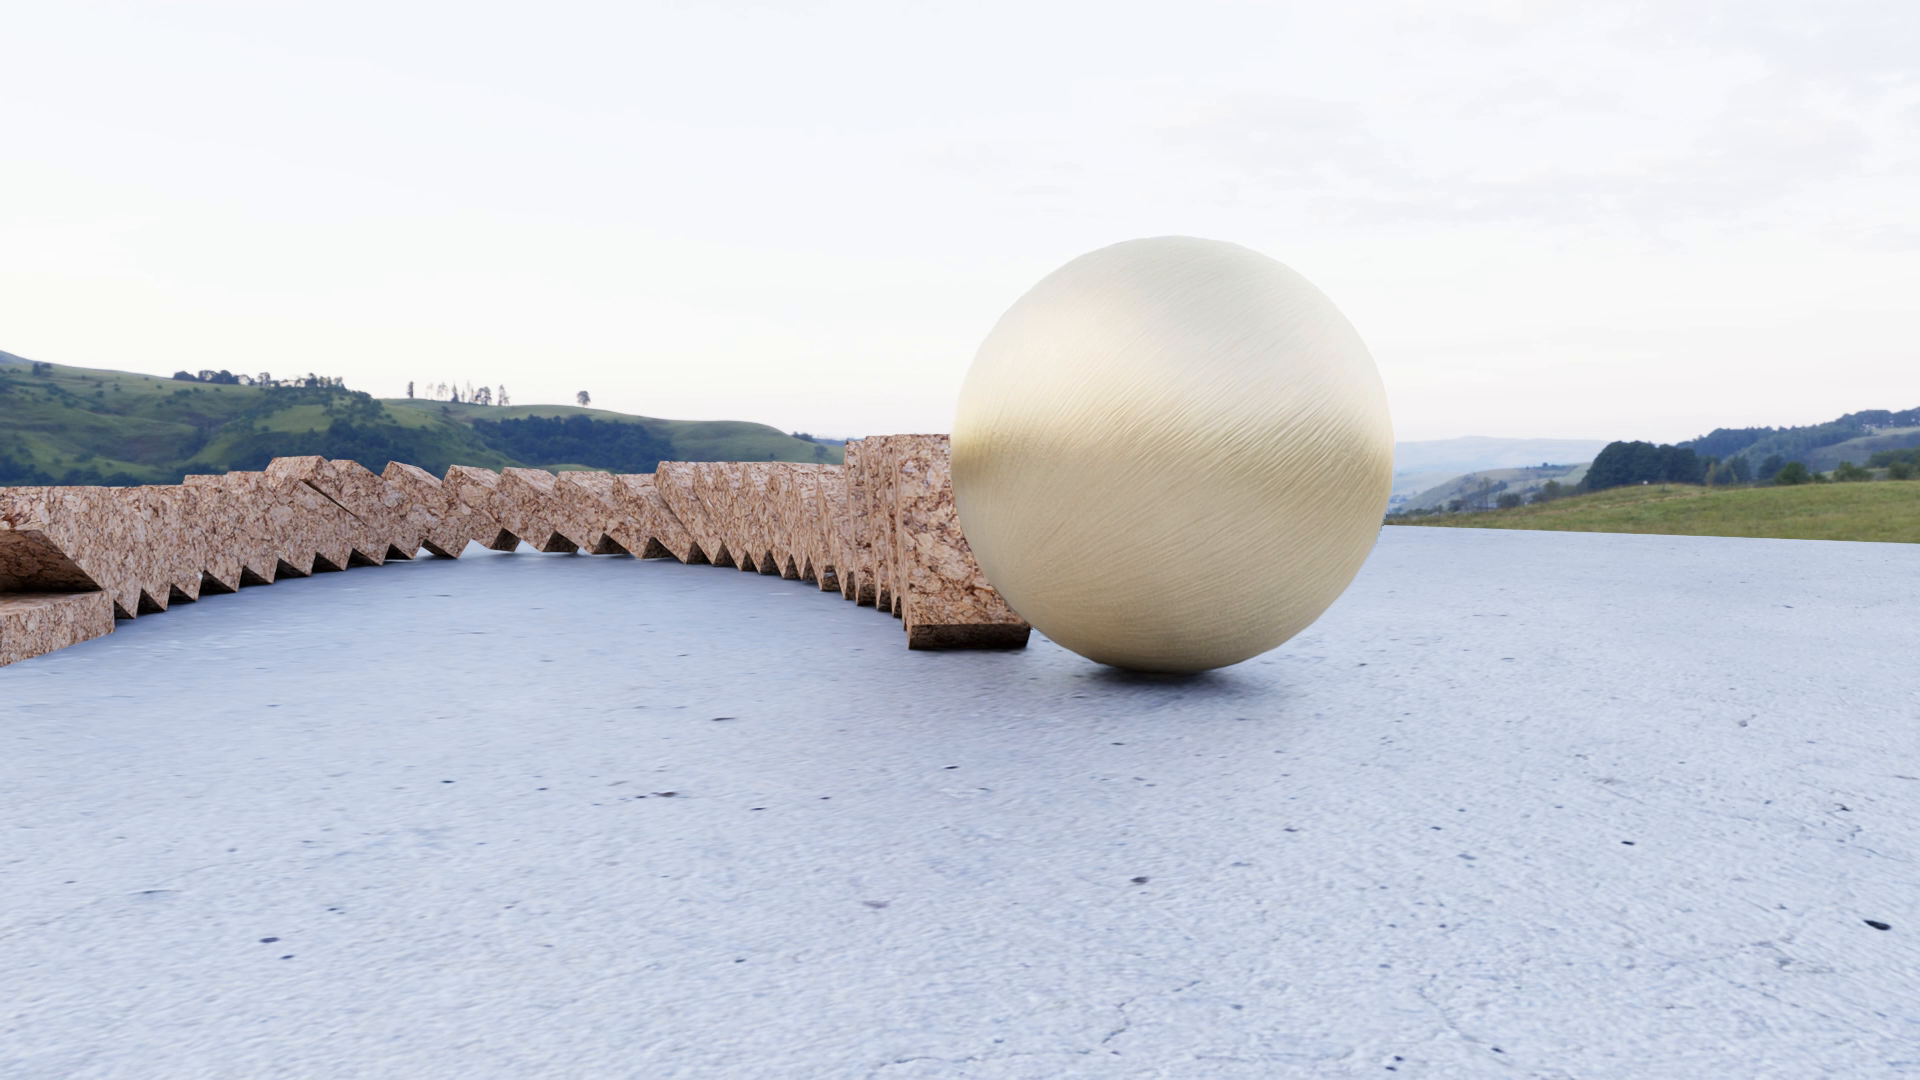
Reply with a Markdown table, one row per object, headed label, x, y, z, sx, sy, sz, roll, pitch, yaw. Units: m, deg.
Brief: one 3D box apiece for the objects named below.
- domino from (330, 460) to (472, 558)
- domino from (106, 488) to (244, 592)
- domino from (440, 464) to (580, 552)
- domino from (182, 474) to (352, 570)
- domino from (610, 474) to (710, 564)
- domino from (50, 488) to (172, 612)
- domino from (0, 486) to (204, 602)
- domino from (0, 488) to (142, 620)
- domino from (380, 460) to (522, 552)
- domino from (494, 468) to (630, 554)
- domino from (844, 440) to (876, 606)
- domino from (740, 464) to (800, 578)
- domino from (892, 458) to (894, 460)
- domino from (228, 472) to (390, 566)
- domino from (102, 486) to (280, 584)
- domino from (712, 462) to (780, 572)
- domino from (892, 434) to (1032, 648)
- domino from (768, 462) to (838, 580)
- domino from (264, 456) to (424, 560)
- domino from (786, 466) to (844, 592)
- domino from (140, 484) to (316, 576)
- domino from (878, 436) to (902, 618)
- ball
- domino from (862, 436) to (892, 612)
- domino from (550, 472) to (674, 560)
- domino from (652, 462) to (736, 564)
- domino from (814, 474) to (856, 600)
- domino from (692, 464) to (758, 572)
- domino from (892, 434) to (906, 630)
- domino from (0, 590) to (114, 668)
| label | x | y | z | sx | sy | sz | roll | pitch | yaw |
| --- | --- | --- | --- | --- | --- | --- | --- | --- | --- |
| domino | -0.207 | -0.011 | 0.471 | 0.025 | 0.010 | 0.050 | 5 | -29 | 49 |
| domino | -0.219 | 0.001 | 0.346 | 0.025 | 0.009 | 0.050 | 0 | -23 | -2 |
| domino | -0.172 | -0.012 | 0.495 | 0.050 | 0.009 | 0.025 | 31 | 6 | 12 |
| domino | -0.222 | -0.005 | 0.412 | 0.025 | 0.010 | 0.050 | 1 | -25 | 11 |
| domino | -0.105 | -0.009 | 0.475 | 0.050 | 0.010 | 0.025 | 36 | 25 | 32 |
| domino | -0.210 | 0.003 | 0.303 | 0.025 | 0.009 | 0.050 | 0 | -25 | -12 |
| domino | -0.217 | 0.002 | 0.323 | 0.025 | 0.009 | 0.050 | -1 | -24 | -3 |
| domino | -0.204 | 0.004 | 0.283 | 0.025 | 0.009 | 0.050 | 0 | -25 | -12 |
| domino | -0.195 | -0.013 | 0.494 | 0.050 | 0.010 | 0.025 | 30 | -2 | 3 |
| domino | -0.150 | -0.011 | 0.491 | 0.050 | 0.010 | 0.025 | 31 | 10 | 16 |
| domino | -0.017 | -0.005 | 0.352 | 0.025 | 0.050 | 0.009 | -1 | -38 | -11 |
| domino | -0.053 | -0.007 | 0.422 | 0.025 | 0.009 | 0.050 | -1 | 38 | -29 |
| domino | -0.001 | -0.002 | 0.291 | 0.025 | 0.050 | 0.010 | -1 | -35 | -9 |
| domino | -0.220 | -0.007 | 0.433 | 0.025 | 0.009 | 0.050 | 1 | -26 | 19 |
| domino | -0.222 | -0.001 | 0.368 | 0.025 | 0.010 | 0.050 | 0 | -22 | 2 |
| domino | -0.064 | -0.009 | 0.436 | 0.025 | 0.010 | 0.050 | -2 | 38 | -32 |
| domino | 0.000 | -0.001 | 0.279 | 0.025 | 0.050 | 0.010 | -1 | -35 | -8 |
| domino | -0.043 | -0.006 | 0.408 | 0.025 | 0.010 | 0.050 | 2 | 36 | -25 |
| domino | -0.216 | -0.011 | 0.451 | 0.025 | 0.010 | 0.050 | 0 | -33 | 28 |
| domino | -0.035 | -0.004 | 0.390 | 0.025 | 0.009 | 0.050 | -1 | 38 | -21 |
| domino | -0.223 | -0.002 | 0.391 | 0.025 | 0.010 | 0.050 | 0 | -22 | 6 |
| domino | -0.006 | -0.004 | 0.328 | 0.025 | 0.050 | 0.010 | -1 | -35 | -11 |
| ball | 0.038 | -0.015 | 0.237 | 0.080 | 0.080 | 0.080 | 0 | 4 | 0 |
| domino | -0.011 | -0.005 | 0.339 | 0.025 | 0.050 | 0.009 | -1 | -35 | -11 |
| domino | -0.127 | -0.010 | 0.484 | 0.050 | 0.009 | 0.025 | 33 | 17 | 23 |
| domino | -0.088 | -0.010 | 0.464 | 0.025 | 0.010 | 0.050 | -1 | 37 | -43 |
| domino | -0.025 | -0.002 | 0.370 | 0.025 | 0.010 | 0.050 | -1 | 35 | -17 |
| domino | -0.073 | -0.009 | 0.450 | 0.025 | 0.009 | 0.050 | -3 | 39 | -34 |
| domino | -0.002 | -0.003 | 0.303 | 0.025 | 0.050 | 0.009 | 0 | -35 | -8 |
| domino | -0.199 | 0.018 | 0.263 | 0.025 | 0.009 | 0.050 | -1 | 4 | -11 |
